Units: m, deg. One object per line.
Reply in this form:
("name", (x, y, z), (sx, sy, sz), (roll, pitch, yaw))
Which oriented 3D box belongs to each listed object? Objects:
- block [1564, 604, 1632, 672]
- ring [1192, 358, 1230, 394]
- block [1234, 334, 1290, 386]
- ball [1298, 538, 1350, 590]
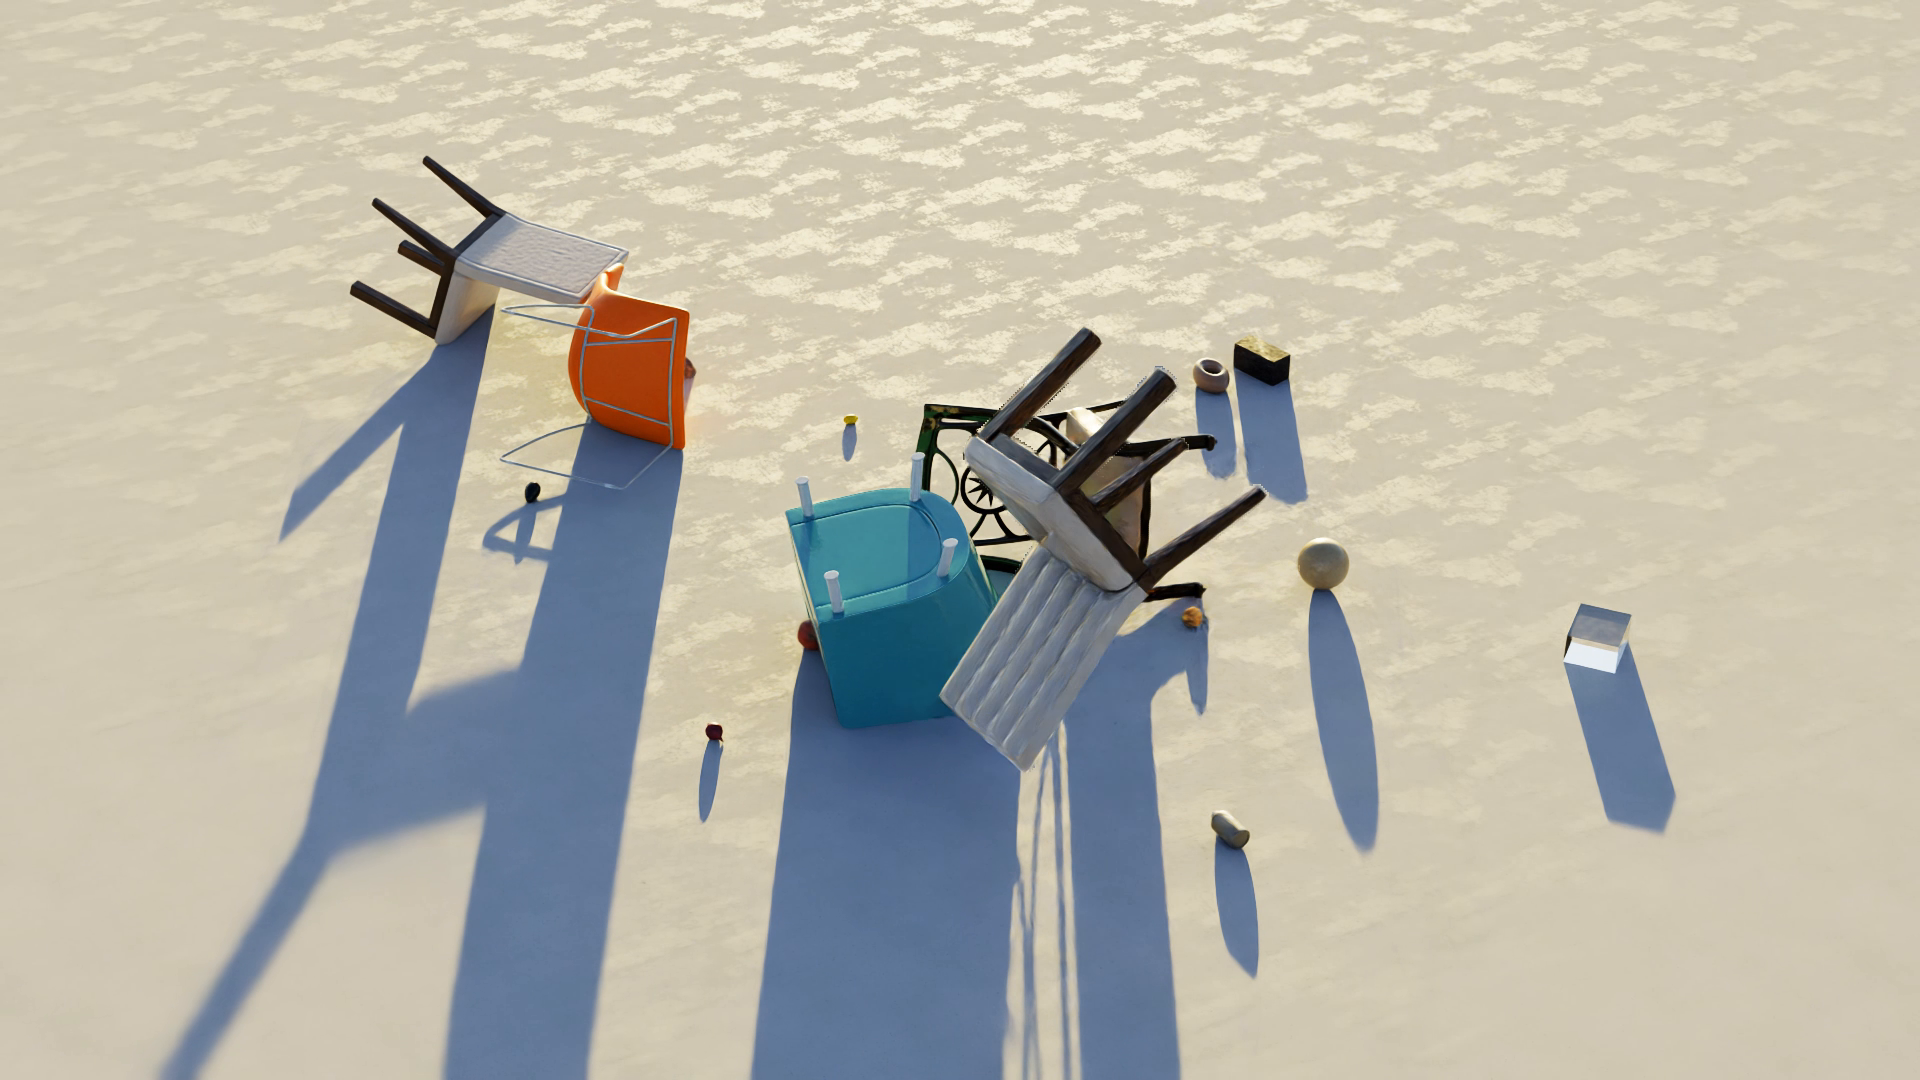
("block", (2.245, 0.345, 10.320), (0.182, 0.111, 0.217), (13, 36, 19))
("ring", (1.017, -0.665, 11.879), (0.140, 0.082, 0.199), (-9, 36, -17))
("block", (1.230, -0.732, 11.953), (0.100, 0.113, 0.218), (-27, 42, -34))
("ball", (1.319, 0.086, 10.642), (0.189, 0.189, 0.189), (0, 33, 0))
